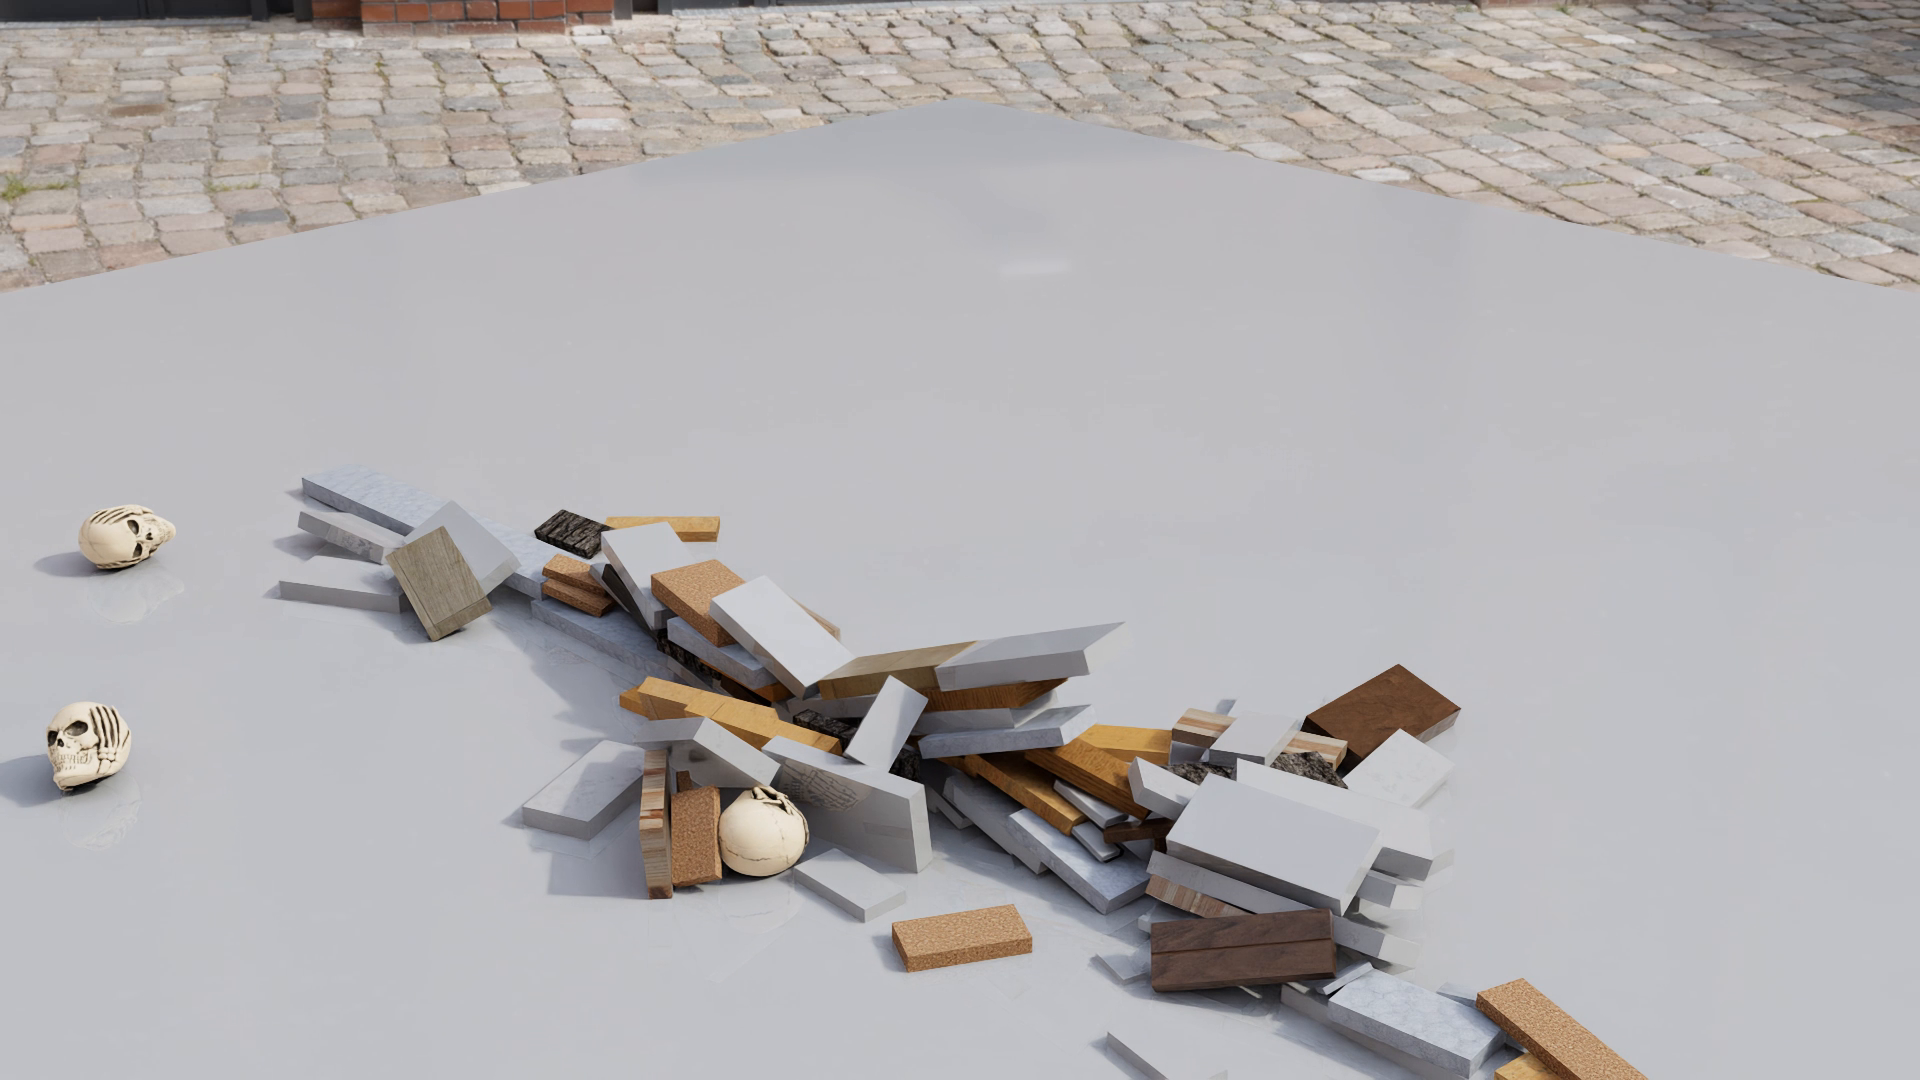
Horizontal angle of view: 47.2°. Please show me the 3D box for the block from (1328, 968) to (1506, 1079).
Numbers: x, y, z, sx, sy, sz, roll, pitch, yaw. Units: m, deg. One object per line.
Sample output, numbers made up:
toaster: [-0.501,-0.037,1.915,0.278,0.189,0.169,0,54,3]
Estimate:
block: [0.770,0.810,3.707,0.265,0.038,0.133,18,29,36]

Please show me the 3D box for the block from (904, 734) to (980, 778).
block: [-0.009,0.413,4.453,0.208,0.029,0.104,22,31,37]

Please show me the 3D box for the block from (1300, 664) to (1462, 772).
block: [0.904,0.388,4.719,0.347,0.049,0.174,-22,49,-42]

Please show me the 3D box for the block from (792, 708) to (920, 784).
block: [-0.212,0.464,4.471,0.307,0.153,0.043,18,29,36]

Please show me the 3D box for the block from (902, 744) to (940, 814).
block: [-0.077,0.479,4.524,0.094,0.027,0.187,-21,49,-40]

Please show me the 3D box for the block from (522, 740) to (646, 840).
block: [-0.744,0.509,4.505,0.153,0.043,0.307,10,25,21]

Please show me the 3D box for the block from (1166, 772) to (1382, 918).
block: [0.572,0.553,4.016,0.348,0.049,0.174,16,49,29]

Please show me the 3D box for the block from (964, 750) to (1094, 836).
block: [0.156,0.468,4.316,0.274,0.039,0.137,32,37,30]

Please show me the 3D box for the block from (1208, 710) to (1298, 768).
block: [0.603,0.411,4.510,0.117,0.033,0.233,7,18,24]

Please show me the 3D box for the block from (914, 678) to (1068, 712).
block: [0.051,0.290,4.347,0.299,0.042,0.149,-7,12,43]

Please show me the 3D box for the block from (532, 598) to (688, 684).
block: [-0.790,0.222,5.185,0.547,0.041,0.145,21,31,40]

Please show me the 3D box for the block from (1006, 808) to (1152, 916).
block: [0.233,0.598,4.215,0.137,0.039,0.274,-20,45,-39]

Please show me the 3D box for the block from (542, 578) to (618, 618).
block: [-0.909,0.130,5.269,0.163,0.023,0.081,23,29,14]

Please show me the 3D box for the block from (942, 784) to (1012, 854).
block: [0.073,0.539,4.387,0.104,0.029,0.208,-20,45,-39]

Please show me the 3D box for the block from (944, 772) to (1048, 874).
block: [0.111,0.539,4.336,0.137,0.039,0.275,-20,45,-39]

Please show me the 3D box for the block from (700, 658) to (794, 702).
block: [-0.435,0.271,4.787,0.134,0.038,0.267,-19,30,-38]

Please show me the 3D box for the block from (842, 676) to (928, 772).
block: [-0.145,0.366,4.309,0.092,0.026,0.184,32,65,-5]

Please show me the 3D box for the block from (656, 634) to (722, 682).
block: [-0.567,0.249,4.932,0.112,0.032,0.225,-21,30,-40]

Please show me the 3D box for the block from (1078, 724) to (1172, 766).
block: [0.346,0.435,4.697,0.207,0.029,0.103,4,23,9]

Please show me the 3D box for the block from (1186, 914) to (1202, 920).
block: [0.461,0.720,3.929,0.151,0.021,0.076,19,29,32]

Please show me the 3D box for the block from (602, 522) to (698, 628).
block: [-0.692,0.078,5.087,0.164,0.046,0.376,-10,33,-25]

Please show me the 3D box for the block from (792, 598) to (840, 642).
block: [-0.444,0.196,5.240,0.165,0.047,0.330,-16,28,-32]

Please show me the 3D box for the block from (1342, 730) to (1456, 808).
block: [0.886,0.491,4.490,0.137,0.039,0.274,33,38,24]

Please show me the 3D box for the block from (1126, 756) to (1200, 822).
block: [0.447,0.510,4.203,0.260,0.037,0.130,26,17,-12]

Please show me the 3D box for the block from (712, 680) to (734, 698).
block: [-0.428,0.347,4.843,0.225,0.032,0.113,33,38,32]

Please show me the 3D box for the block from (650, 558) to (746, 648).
block: [-0.539,0.137,4.871,0.164,0.046,0.328,-14,28,-30]

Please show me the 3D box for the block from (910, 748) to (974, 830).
block: [-0.024,0.495,4.473,0.104,0.029,0.208,-18,47,-38]

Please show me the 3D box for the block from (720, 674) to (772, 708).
block: [-0.382,0.350,4.780,0.267,0.038,0.134,35,39,32]

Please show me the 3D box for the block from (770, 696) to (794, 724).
block: [-0.264,0.403,4.669,0.267,0.038,0.134,36,39,29]

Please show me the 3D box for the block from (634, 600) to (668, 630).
block: [-0.691,0.108,5.122,0.145,0.041,0.290,-8,32,-22]

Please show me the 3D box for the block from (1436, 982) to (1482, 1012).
block: [0.923,0.805,3.783,0.196,0.028,0.098,10,2,22]

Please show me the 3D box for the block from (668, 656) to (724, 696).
block: [-0.541,0.308,4.936,0.112,0.032,0.225,-21,43,-41]

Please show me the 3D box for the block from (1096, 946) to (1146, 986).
block: [0.289,0.764,3.944,0.048,0.014,0.095,-12,26,-26]

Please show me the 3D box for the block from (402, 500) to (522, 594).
block: [-1.233,0.031,5.435,0.160,0.045,0.319,-41,47,-16]

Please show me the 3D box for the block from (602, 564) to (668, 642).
block: [-0.713,0.144,5.174,0.145,0.041,0.290,0,29,-38]

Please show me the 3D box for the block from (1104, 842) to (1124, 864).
block: [0.265,0.579,4.206,0.046,0.013,0.092,-19,44,-38]

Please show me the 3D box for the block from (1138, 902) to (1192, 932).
block: [0.408,0.709,4.008,0.151,0.021,0.076,18,29,36]

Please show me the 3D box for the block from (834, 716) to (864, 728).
block: [-0.206,0.366,4.599,0.187,0.027,0.094,0,18,44]

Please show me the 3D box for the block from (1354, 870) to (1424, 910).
block: [0.689,0.614,4.071,0.304,0.043,0.152,16,-1,33]

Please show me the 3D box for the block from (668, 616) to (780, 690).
block: [-0.477,0.226,4.787,0.164,0.046,0.328,-18,29,-36]

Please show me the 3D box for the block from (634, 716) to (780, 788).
block: [-0.508,0.424,4.374,0.179,0.051,0.358,36,-20,-19]

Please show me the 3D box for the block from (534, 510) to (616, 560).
block: [-1.000,-0.016,5.724,0.207,0.029,0.103,18,46,36]
